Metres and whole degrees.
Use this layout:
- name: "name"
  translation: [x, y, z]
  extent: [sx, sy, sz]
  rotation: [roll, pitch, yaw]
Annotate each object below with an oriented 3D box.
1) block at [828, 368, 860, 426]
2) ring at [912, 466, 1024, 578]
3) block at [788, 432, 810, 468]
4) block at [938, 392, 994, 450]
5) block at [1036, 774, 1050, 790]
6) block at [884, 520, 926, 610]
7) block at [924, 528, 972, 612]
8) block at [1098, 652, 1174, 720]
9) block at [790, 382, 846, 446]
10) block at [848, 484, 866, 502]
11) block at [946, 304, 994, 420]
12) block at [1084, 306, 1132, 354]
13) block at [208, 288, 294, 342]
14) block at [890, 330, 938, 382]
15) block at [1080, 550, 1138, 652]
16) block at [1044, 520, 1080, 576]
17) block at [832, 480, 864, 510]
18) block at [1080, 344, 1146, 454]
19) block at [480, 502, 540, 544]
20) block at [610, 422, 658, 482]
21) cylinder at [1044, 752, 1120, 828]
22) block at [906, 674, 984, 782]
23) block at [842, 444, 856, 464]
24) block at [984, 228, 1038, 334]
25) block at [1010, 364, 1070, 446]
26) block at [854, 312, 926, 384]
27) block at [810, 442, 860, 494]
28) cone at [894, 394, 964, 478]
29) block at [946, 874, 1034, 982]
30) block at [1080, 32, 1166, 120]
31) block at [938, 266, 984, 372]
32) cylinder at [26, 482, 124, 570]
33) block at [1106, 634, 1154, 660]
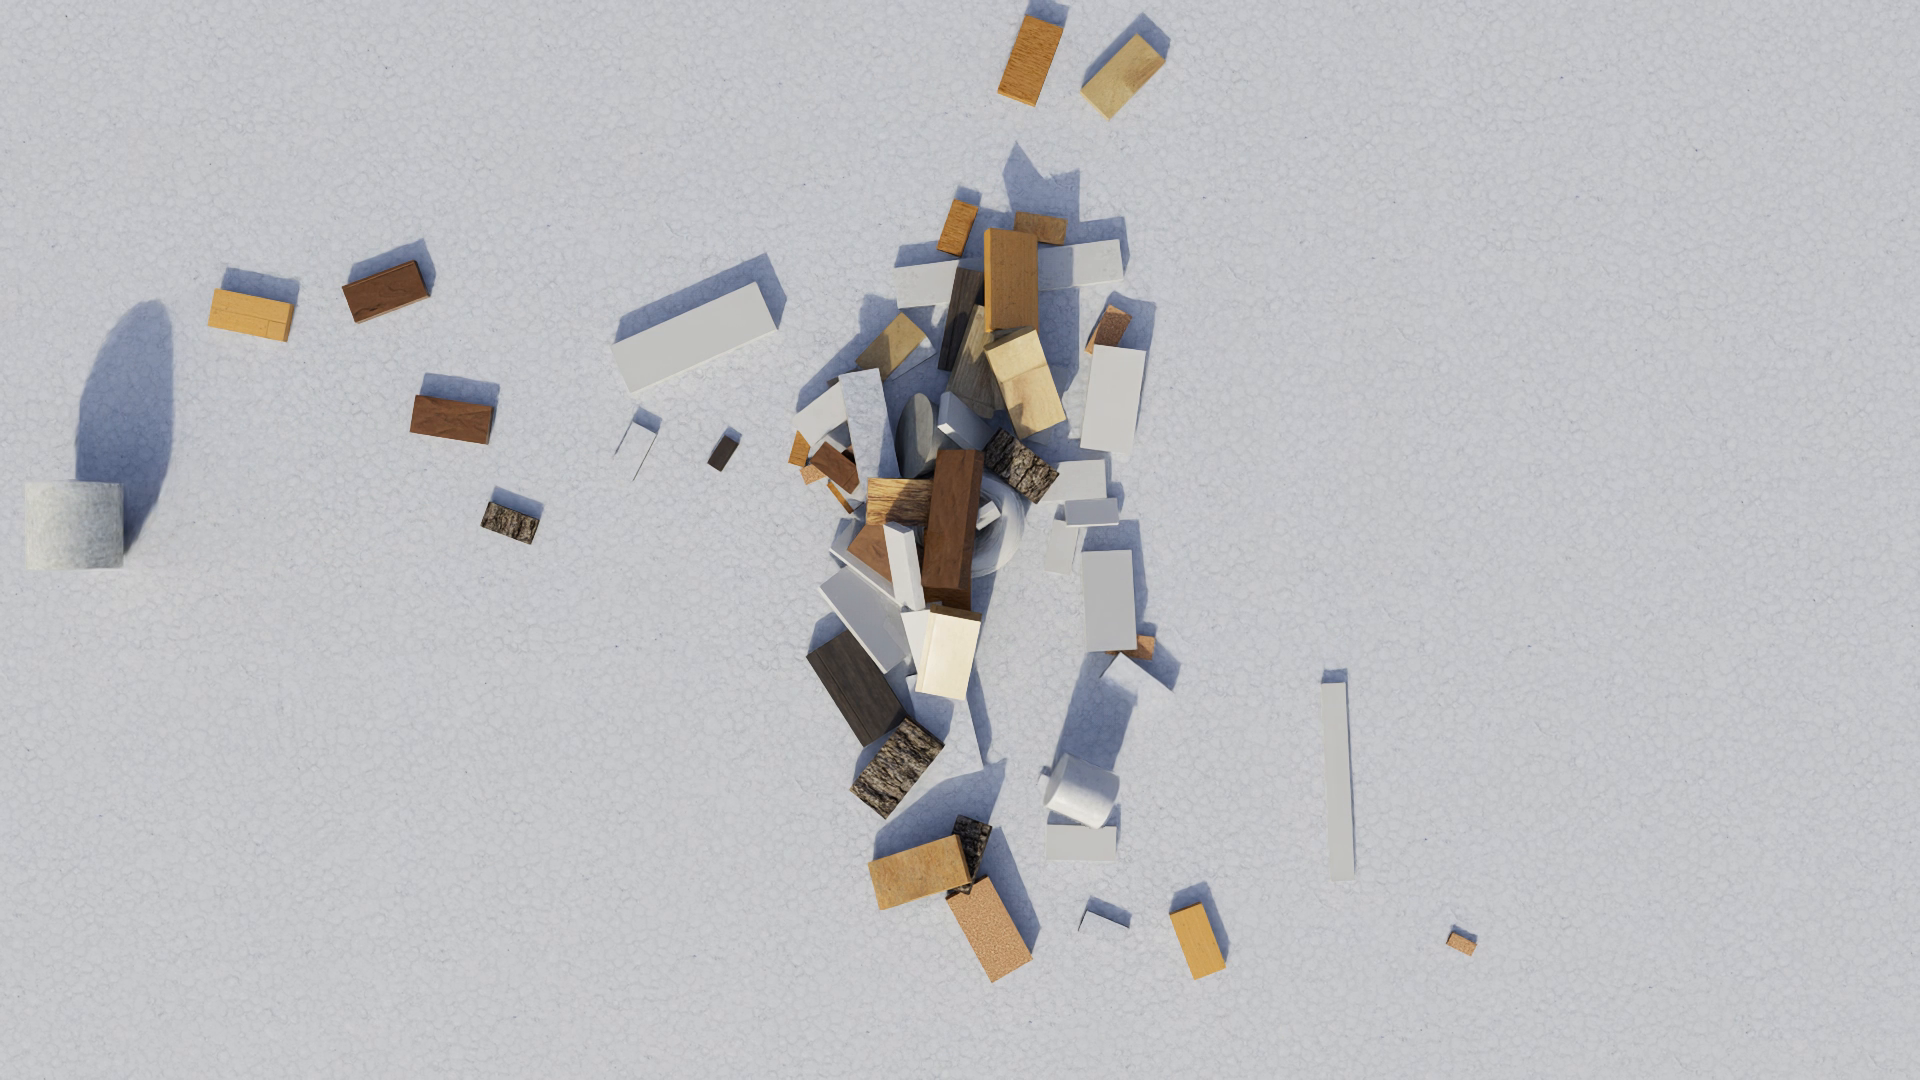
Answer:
- name: "block"
  translation: [-0.344, -0.447, 5.484]
  extent: [0.113, 0.032, 0.226]
  rotation: [-25, 90, 0]
- name: "ring"
  translation: [0.026, -0.063, 5.438]
  extent: [0.377, 0.126, 0.377]
  rotation: [0, 91, 0]
- name: "block"
  translation: [-0.530, -0.303, 5.492]
  extent: [0.056, 0.016, 0.112]
  rotation: [16, 90, 0]
- name: "block"
  translation: [0.021, -0.362, 5.372]
  extent: [0.036, 0.255, 0.127]
  rotation: [-16, 53, 33]
- name: "block"
  translation: [0.304, 0.816, 5.494]
  extent: [0.090, 0.013, 0.045]
  rotation: [24, 90, 0]
- name: "block"
  translation: [-0.178, 0.082, 5.278]
  extent: [0.038, 0.133, 0.265]
  rotation: [-19, 113, -26]
- name: "block"
  translation: [-0.040, 0.111, 5.341]
  extent: [0.151, 0.043, 0.302]
  rotation: [1, 101, 3]
- name: "block"
  translation: [0.587, 0.484, 5.472]
  extent: [0.230, 0.033, 0.115]
  rotation: [37, 96, -3]
- name: "block"
  translation: [-0.436, -0.423, 5.456]
  extent: [0.226, 0.032, 0.113]
  rotation: [-37, 89, 6]
- name: "block"
  translation: [-0.305, -0.154, 5.445]
  extent: [0.123, 0.017, 0.062]
  rotation: [18, 90, 11]
- name: "block"
  translation: [0.076, -0.584, 5.411]
  extent: [0.170, 0.048, 0.339]
  rotation: [17, 95, -20]
- name: "block"
  translation: [0.494, -0.686, 5.488]
  extent: [0.087, 0.025, 0.174]
  rotation: [28, 90, 0]
- name: "block"
  translation: [-2.356, -0.746, 5.482]
  extent: [0.255, 0.036, 0.127]
  rotation: [12, 90, 0]
- name: "block"
  translation: [-0.174, -0.613, 5.488]
  extent: [0.175, 0.025, 0.088]
  rotation: [-32, 90, 0]
- name: "block"
  translation: [0.493, 0.201, 5.463]
  extent: [0.165, 0.047, 0.329]
  rotation: [-3, 85, 0]
- name: "block"
  translation: [0.338, 0.025, 5.488]
  extent: [0.087, 0.025, 0.174]
  rotation: [11, 90, 0]
- name: "block"
  translation: [-0.366, -0.167, 5.474]
  extent: [0.062, 0.017, 0.123]
  rotation: [-38, 90, 0]
- name: "block"
  translation: [0.504, -0.465, 5.461]
  extent: [0.171, 0.048, 0.342]
  rotation: [8, 95, 0]
- name: "block"
  translation: [-1.497, -0.056, 5.488]
  extent: [0.175, 0.025, 0.088]
  rotation: [20, 90, 0]
- name: "block"
  translation: [-1.087, -0.294, 5.488]
  extent: [0.088, 0.025, 0.176]
  rotation: [27, 90, 0]
- name: "cylinder"
  translation: [0.398, 0.820, 5.398]
  extent: [0.188, 0.188, 0.188]
  rotation: [24, 90, -5]
- name: "block"
  translation: [-0.050, 0.605, 5.475]
  extent: [0.179, 0.051, 0.358]
  rotation: [-14, 90, 0]
- name: "block"
  translation: [-0.314, -0.239, 5.451]
  extent: [0.087, 0.025, 0.175]
  rotation: [-36, 97, 27]
- name: "block"
  translation: [0.168, -0.839, 5.380]
  extent: [0.170, 0.048, 0.339]
  rotation: [4, 78, -23]
- name: "block"
  translation: [0.266, -0.457, 5.482]
  extent: [0.131, 0.037, 0.261]
  rotation: [17, 90, 0]
- name: "block"
  translation: [-0.229, -0.633, 5.459]
  extent: [0.113, 0.032, 0.226]
  rotation: [43, 88, 6]
- name: "block"
  translation: [-0.401, -0.238, 5.433]
  extent: [0.175, 0.025, 0.087]
  rotation: [39, 94, 2]
- name: "cone"
  translation: [-0.026, -0.320, 5.436]
  extent: [0.284, 0.284, 0.284]
  rotation: [8, 90, -27]
- name: "block"
  translation: [0.096, 1.285, 5.457]
  extent: [0.158, 0.045, 0.317]
  rotation: [-29, 95, -6]
- name: "block"
  translation: [0.540, -1.537, 5.481]
  extent: [0.134, 0.038, 0.268]
  rotation: [44, 90, 0]
- name: "block"
  translation: [0.040, -0.717, 5.449]
  extent: [0.170, 0.048, 0.339]
  rotation: [11, 98, -3]
- name: "cylinder"
  translation: [-2.874, -0.044, 5.361]
  extent: [0.277, 0.277, 0.277]
  rotation: [-1, 90, 0]
- name: "block"
  translation: [0.566, 0.351, 5.489]
  extent: [0.154, 0.022, 0.077]
  rotation: [8, 90, 0]
